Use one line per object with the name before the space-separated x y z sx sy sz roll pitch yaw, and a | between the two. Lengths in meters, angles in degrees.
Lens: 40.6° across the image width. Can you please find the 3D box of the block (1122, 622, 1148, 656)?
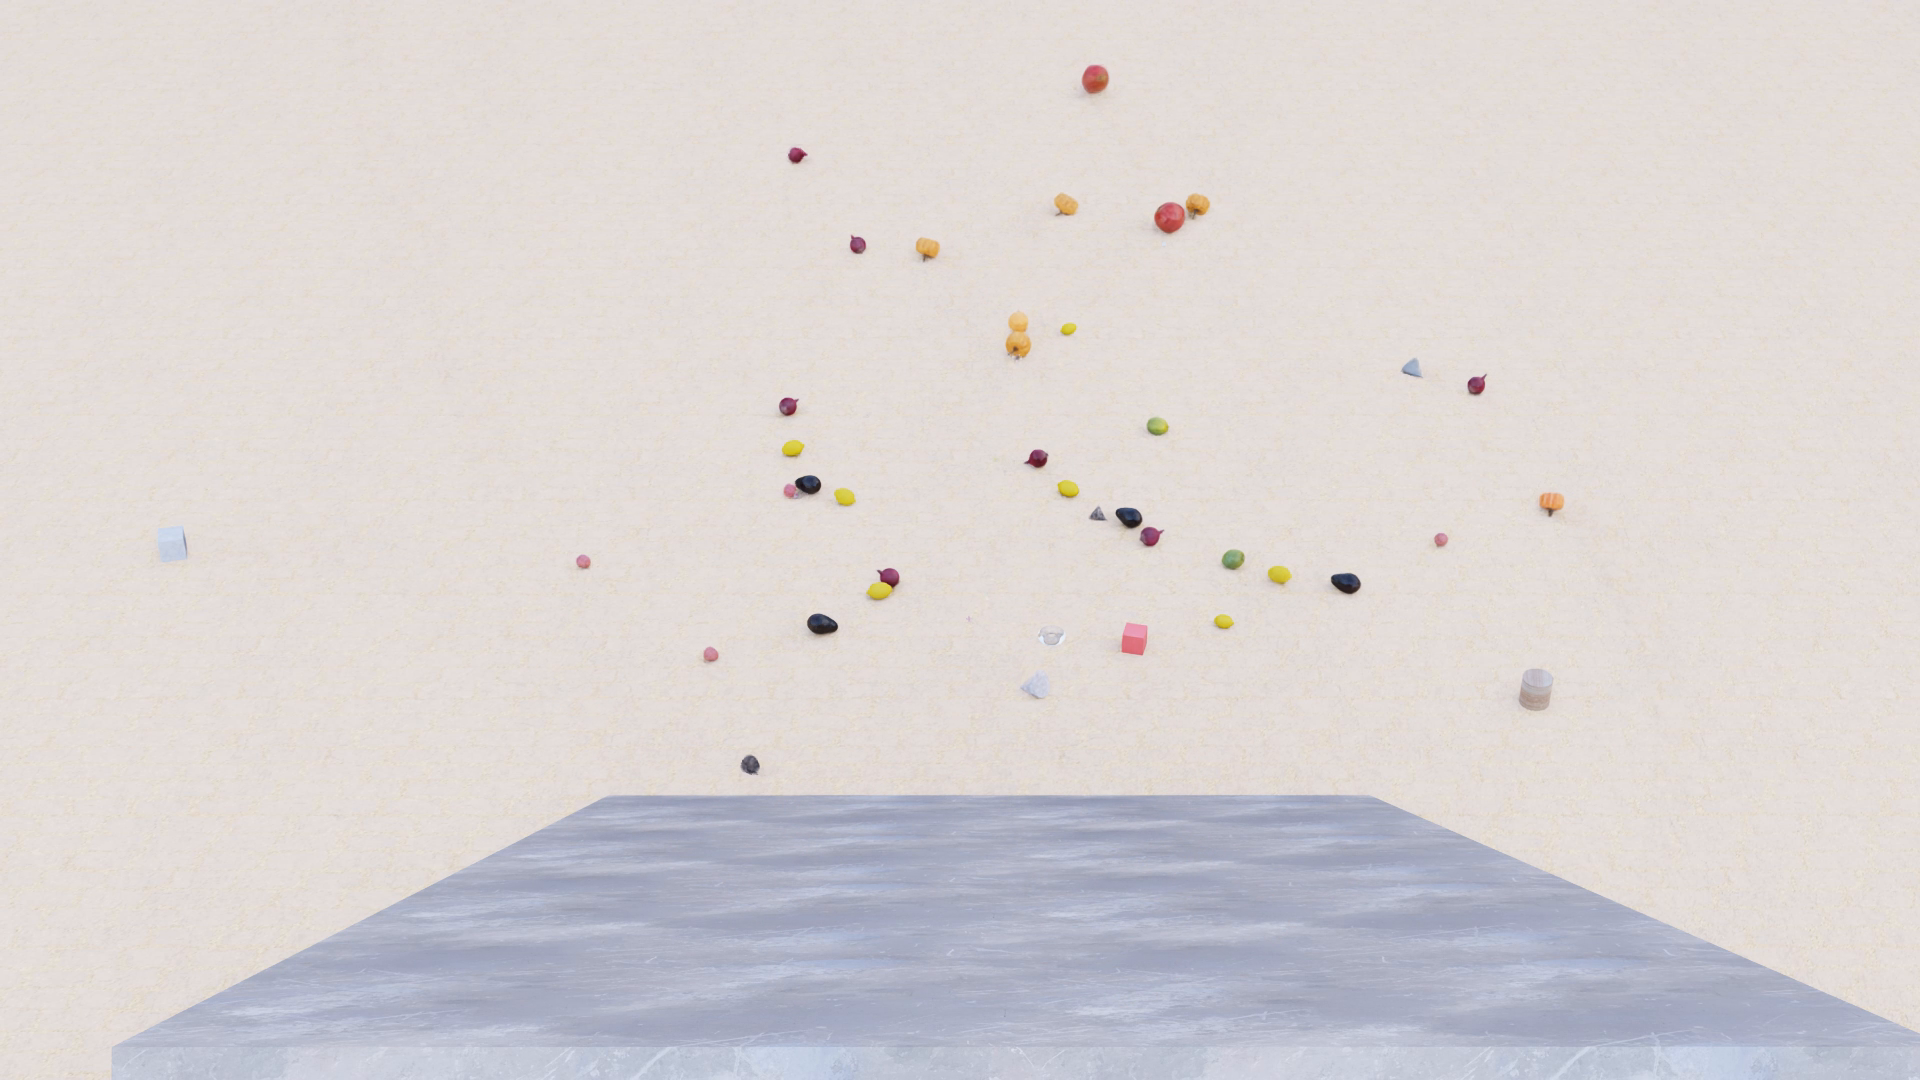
block | 0.502 0.284 7.466 0.062 0.062 0.062 8 36 12

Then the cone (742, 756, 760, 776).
cone | -0.556 0.606 7.036 0.053 0.053 0.053 14 11 20

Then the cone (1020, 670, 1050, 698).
cone | 0.198 0.407 7.313 0.078 0.078 0.078 -8 24 40

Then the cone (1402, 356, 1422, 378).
cone | 1.533 -0.568 8.725 0.067 0.067 0.067 -26 69 -33

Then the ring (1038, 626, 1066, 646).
ring | 0.265 0.276 7.510 0.080 0.027 0.080 0 36 0

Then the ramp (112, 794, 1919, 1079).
ramp | 0.077 0.661 4.822 2.000 0.100 4.000 0 -2 0

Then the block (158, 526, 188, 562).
block | -2.381 0.012 7.848 0.075 0.075 0.075 -8 36 -12

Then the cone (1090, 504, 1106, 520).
cone | 0.434 -0.074 8.019 0.051 0.051 0.051 36 42 3

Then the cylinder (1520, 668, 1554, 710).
cylinder | 1.609 0.418 7.254 0.085 0.085 0.085 0 35 0
